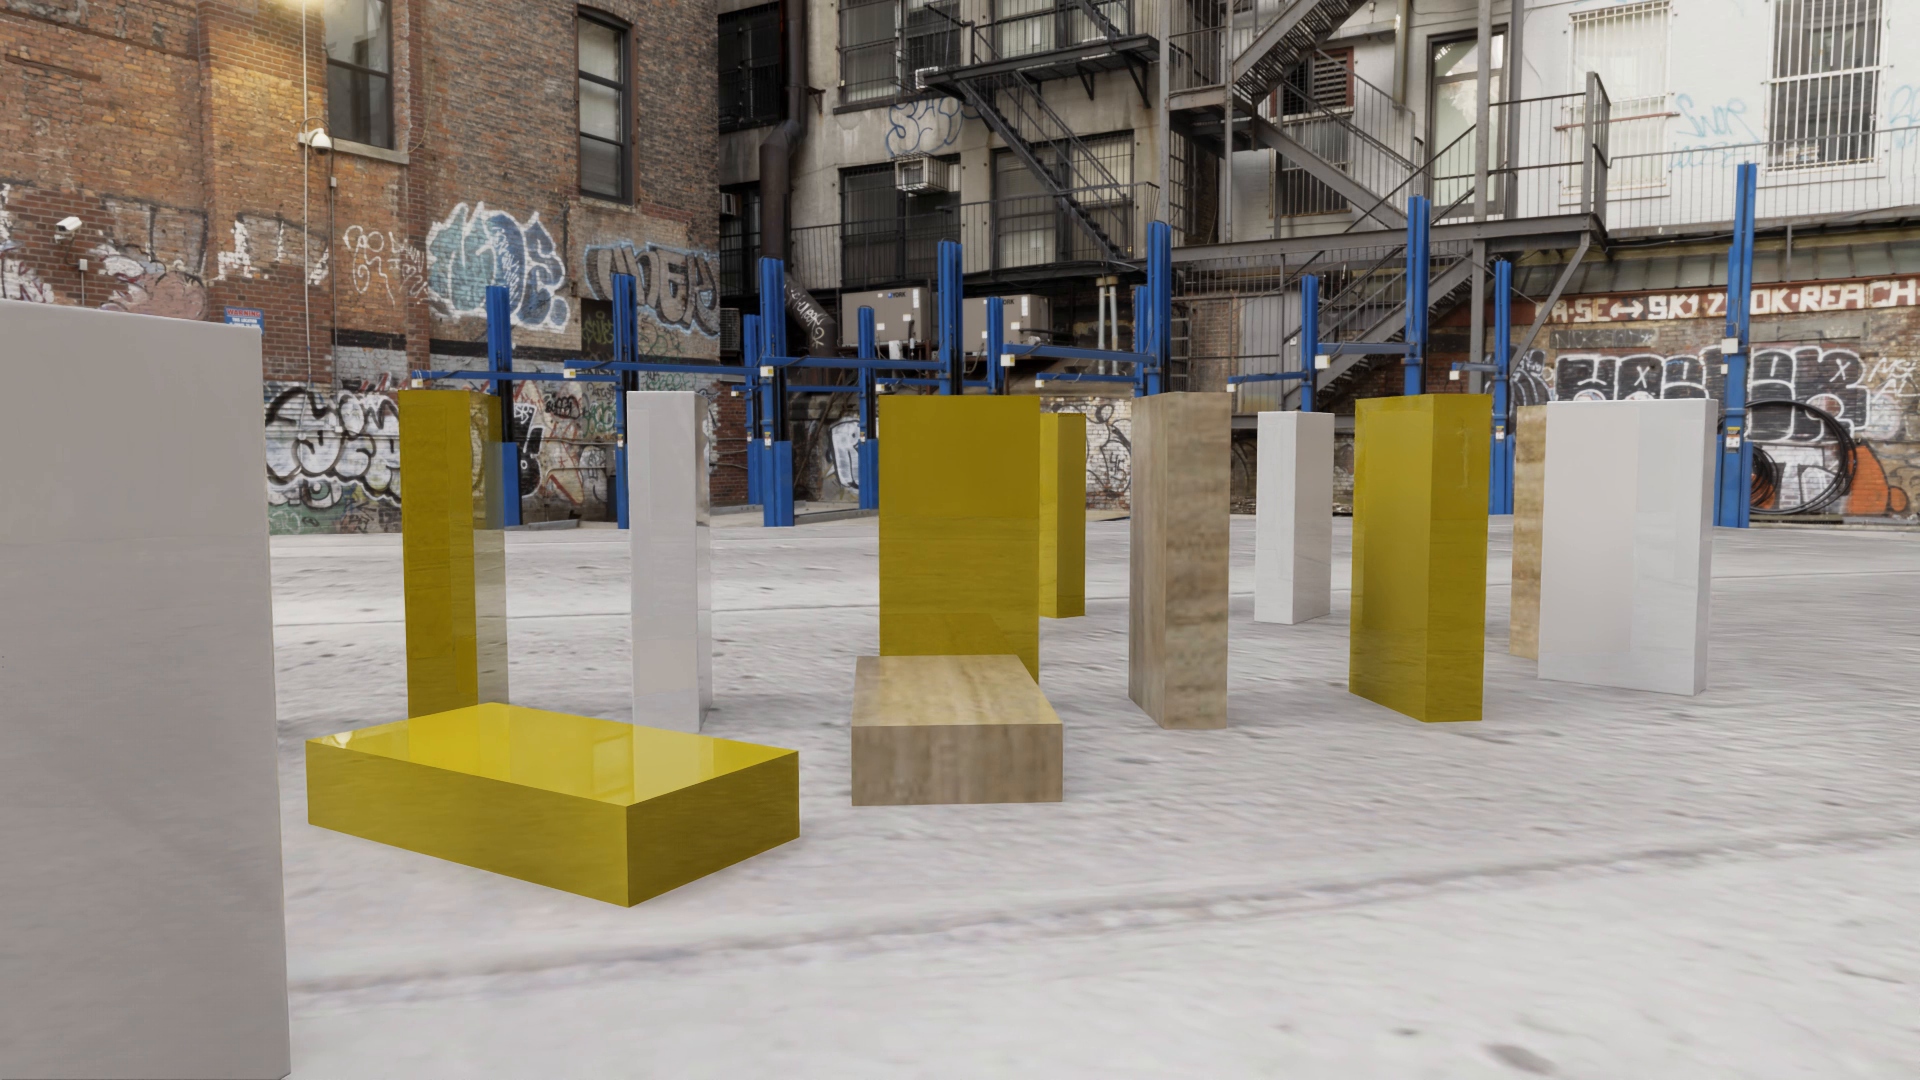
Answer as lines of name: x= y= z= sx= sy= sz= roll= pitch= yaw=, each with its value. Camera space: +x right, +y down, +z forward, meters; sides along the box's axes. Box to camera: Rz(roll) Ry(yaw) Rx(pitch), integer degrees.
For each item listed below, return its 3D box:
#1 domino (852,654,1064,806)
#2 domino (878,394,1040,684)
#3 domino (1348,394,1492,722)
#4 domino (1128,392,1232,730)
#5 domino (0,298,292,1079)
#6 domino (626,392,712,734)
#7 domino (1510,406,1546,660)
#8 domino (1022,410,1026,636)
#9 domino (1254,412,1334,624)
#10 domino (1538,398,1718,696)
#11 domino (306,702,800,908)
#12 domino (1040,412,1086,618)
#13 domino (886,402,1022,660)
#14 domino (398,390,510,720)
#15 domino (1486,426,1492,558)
domino: x=-0.002 y=0.025 z=0.176 sx=0.025 sy=0.009 sz=0.050 roll=0 pitch=4 yaw=-4
domino: x=0.000 y=0.002 z=0.205 sx=0.025 sy=0.050 sz=0.010 roll=0 pitch=4 yaw=-4
domino: x=0.074 y=0.002 z=0.207 sx=0.009 sy=0.050 sz=0.025 roll=-1 pitch=4 yaw=-10
domino: x=0.034 y=0.002 z=0.202 sx=0.009 sy=0.050 sz=0.025 roll=0 pitch=4 yaw=-5
domino: x=-0.053 y=0.012 z=0.074 sx=0.009 sy=0.050 sz=0.025 roll=1 pitch=4 yaw=14
domino: x=-0.044 y=0.003 z=0.198 sx=0.009 sy=0.050 sz=0.025 roll=0 pitch=4 yaw=-7
domino: x=0.125 y=-0.002 z=0.257 sx=0.025 sy=0.050 sz=0.009 roll=-1 pitch=4 yaw=-15
domino: x=0.001 y=-0.004 z=0.283 sx=0.025 sy=0.050 sz=0.010 roll=1 pitch=4 yaw=11
domino: x=0.082 y=-0.006 z=0.313 sx=0.009 sy=0.050 sz=0.025 roll=3 pitch=5 yaw=36
domino: x=0.117 y=0.001 z=0.226 sx=0.025 sy=0.050 sz=0.009 roll=4 pitch=6 yaw=41
domino: x=-0.045 y=0.027 z=0.141 sx=0.050 sy=0.009 sz=0.025 roll=3 pitch=5 yaw=31
domino: x=0.019 y=-0.007 z=0.323 sx=0.009 sy=0.050 sz=0.025 roll=-3 pitch=5 yaw=-38
domino: x=-0.001 y=-0.001 z=0.243 sx=0.025 sy=0.050 sz=0.009 roll=0 pitch=4 yaw=-1
domino: x=-0.076 y=0.003 z=0.194 sx=0.009 sy=0.050 sz=0.025 roll=-1 pitch=4 yaw=-10
domino: x=0.108 y=-0.004 z=0.289 sx=0.025 sy=0.050 sz=0.009 roll=-3 pitch=5 yaw=-38
